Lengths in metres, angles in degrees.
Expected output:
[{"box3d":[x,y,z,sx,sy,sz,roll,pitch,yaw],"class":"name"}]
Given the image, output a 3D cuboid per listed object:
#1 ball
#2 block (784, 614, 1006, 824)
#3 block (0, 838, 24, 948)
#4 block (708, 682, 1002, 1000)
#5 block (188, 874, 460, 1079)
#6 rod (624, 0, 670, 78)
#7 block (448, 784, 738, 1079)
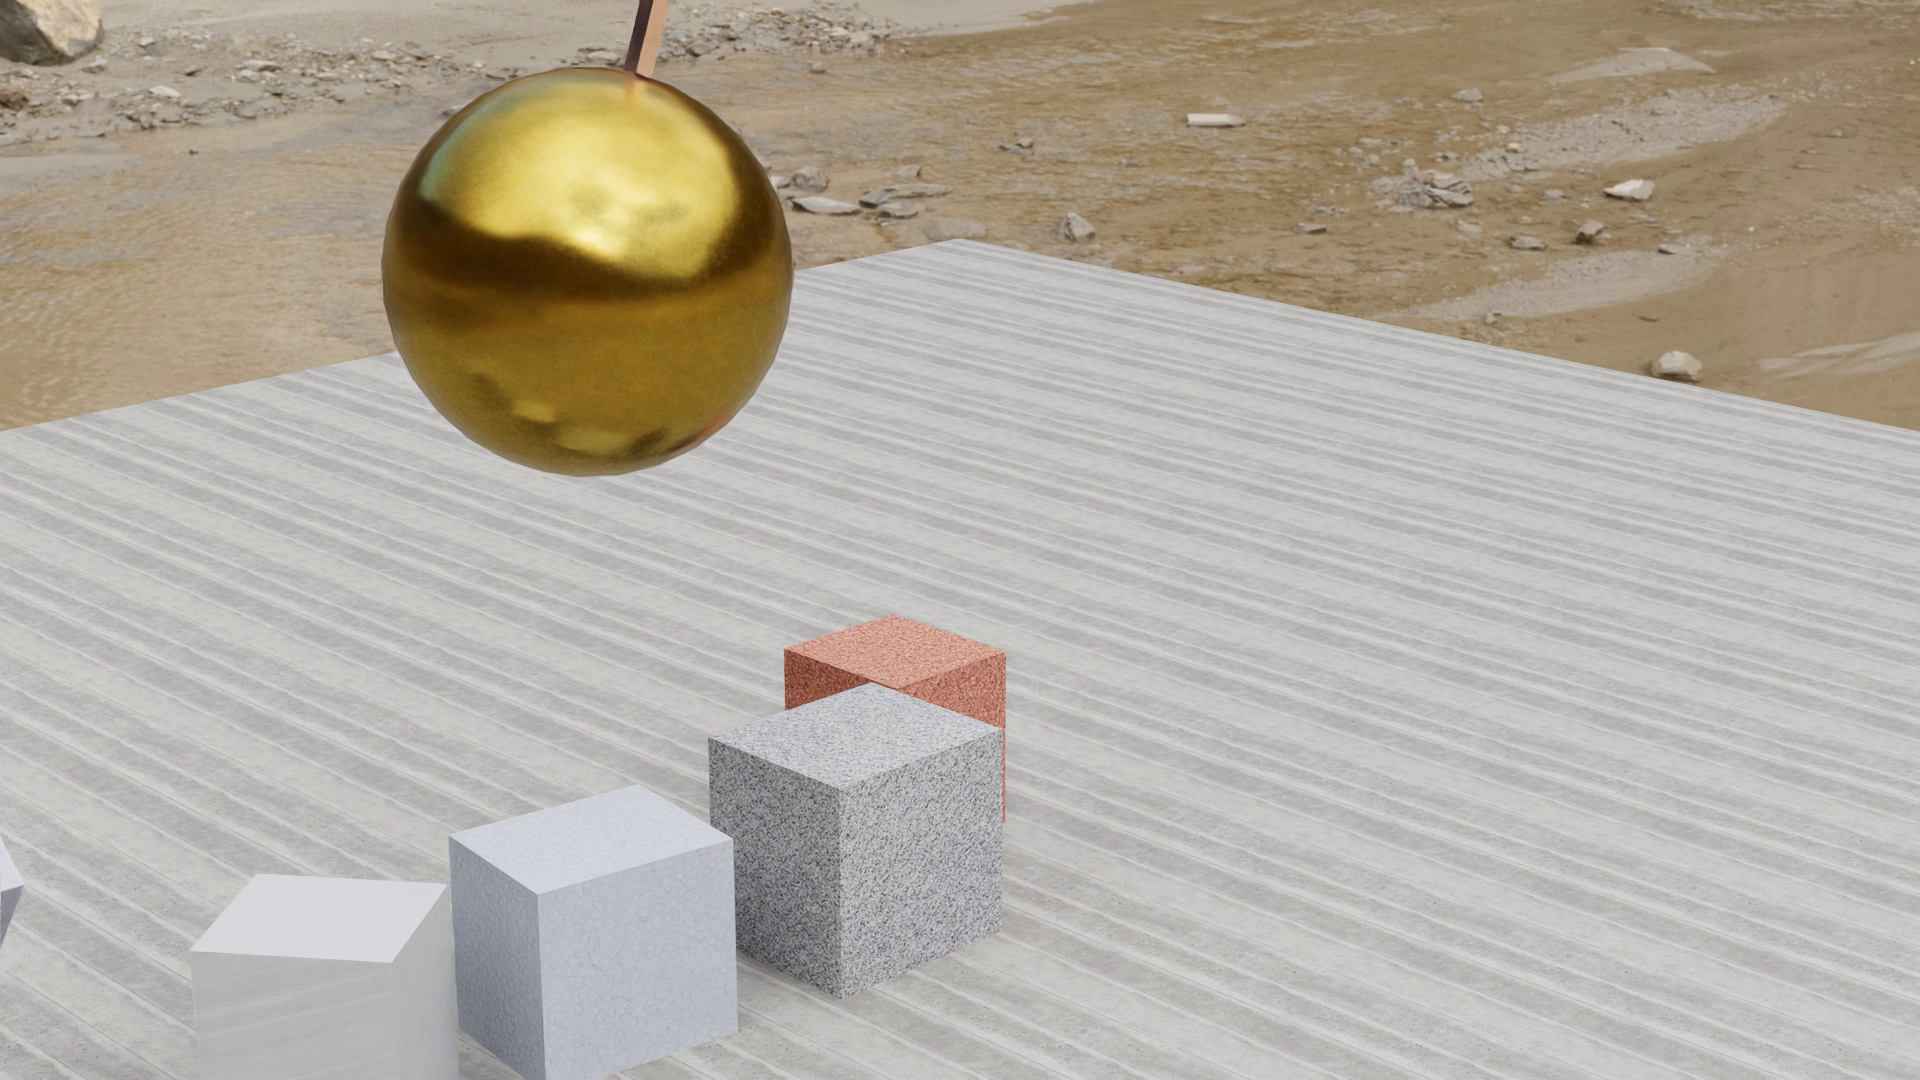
[{"box3d":[-1.454,-1.045,11.490,1.600,1.600,1.600,0,17,0],"class":"ball"},{"box3d":[-0.307,0.932,13.929,0.710,0.869,0.770,-17,24,-42],"class":"block"},{"box3d":[-3.830,1.232,10.623,0.560,0.555,0.593,-16,63,-39],"class":"block"},{"box3d":[-0.446,1.278,12.695,0.822,0.948,0.958,17,24,42],"class":"block"},{"box3d":[-2.388,1.822,11.102,0.764,0.867,0.696,2,18,7],"class":"block"},{"box3d":[-0.630,-4.339,11.318,0.080,5.200,0.080,17,4,42],"class":"rod"},{"box3d":[-1.477,1.594,11.847,0.888,0.855,0.723,-13,22,-35],"class":"block"}]
